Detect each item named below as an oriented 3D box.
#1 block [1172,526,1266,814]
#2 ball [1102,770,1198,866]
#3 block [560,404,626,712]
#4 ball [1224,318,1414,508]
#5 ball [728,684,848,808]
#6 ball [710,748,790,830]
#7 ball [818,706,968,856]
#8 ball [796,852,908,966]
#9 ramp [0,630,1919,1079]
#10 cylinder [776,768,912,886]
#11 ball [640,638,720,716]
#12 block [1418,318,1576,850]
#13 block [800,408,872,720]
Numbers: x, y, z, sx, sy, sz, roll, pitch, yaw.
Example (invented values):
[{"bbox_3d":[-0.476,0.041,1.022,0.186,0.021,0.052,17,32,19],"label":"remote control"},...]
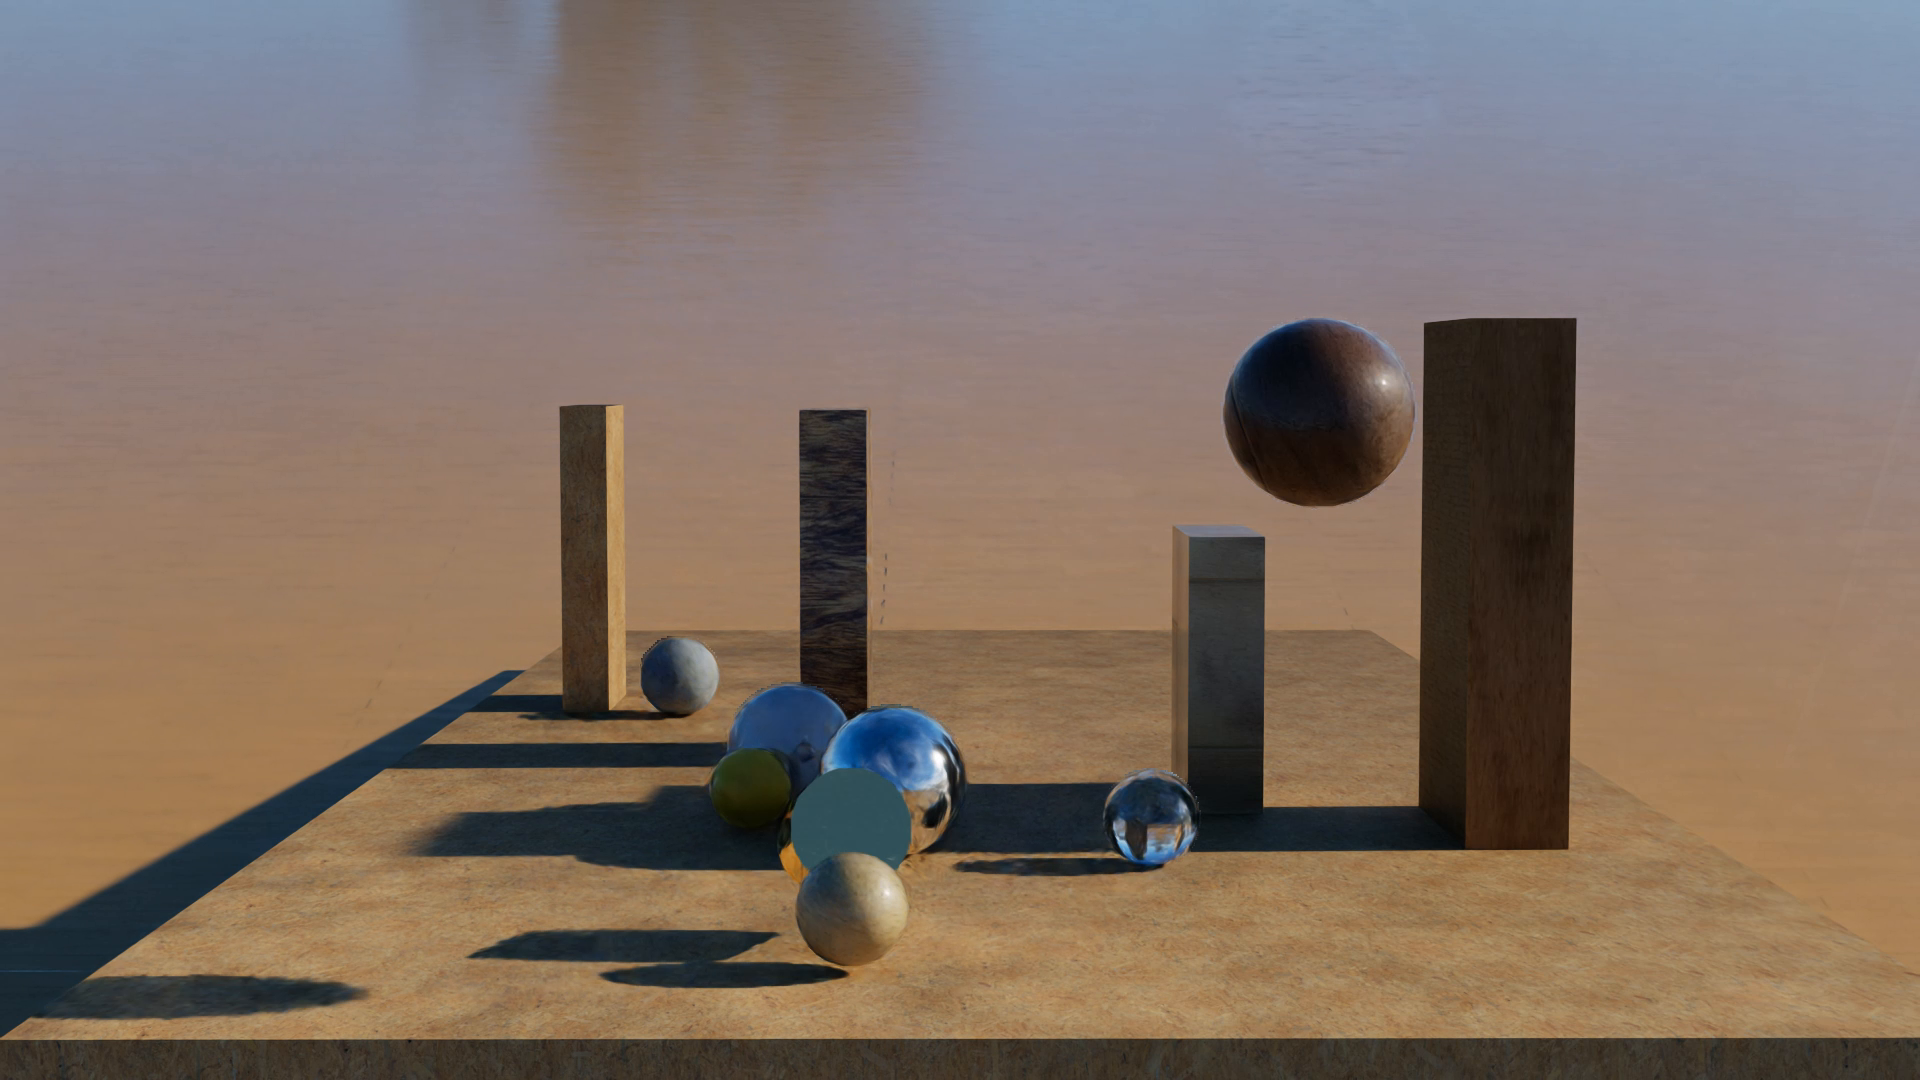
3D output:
[{"bbox_3d":[0.395,0.192,3.955,0.113,0.413,0.290,0,4,0],"label":"block"},{"bbox_3d":[0.254,0.371,3.418,0.127,0.127,0.127,0,19,0],"label":"ball"},{"bbox_3d":[-0.725,0.029,5.082,0.089,0.590,0.260,0,4,0],"label":"block"},{"bbox_3d":[0.378,-0.134,2.709,0.200,0.200,0.200,0,19,0],"label":"ball"},{"bbox_3d":[-0.253,0.311,3.845,0.190,0.190,0.190,0,19,0],"label":"ball"},{"bbox_3d":[-0.302,0.358,3.698,0.117,0.117,0.117,0,19,0],"label":"ball"},{"bbox_3d":[-0.092,0.328,3.489,0.204,0.204,0.204,0,19,0],"label":"ball"},{"bbox_3d":[-0.118,0.403,2.806,0.124,0.124,0.124,0,19,0],"label":"ball"},{"bbox_3d":[0.046,0.411,4.537,2.000,0.100,4.000,0,4,0],"label":"ramp"},{"bbox_3d":[-0.134,0.338,2.950,0.138,0.138,0.138,-4,-11,-11],"label":"cylinder"},{"bbox_3d":[-0.536,0.262,4.910,0.150,0.150,0.150,0,19,0],"label":"ball"},{"bbox_3d":[0.767,0.051,3.689,0.142,0.730,0.357,0,4,0],"label":"block"},{"bbox_3d":[-0.211,0.072,4.405,0.111,0.594,0.280,0,4,0],"label":"block"}]
